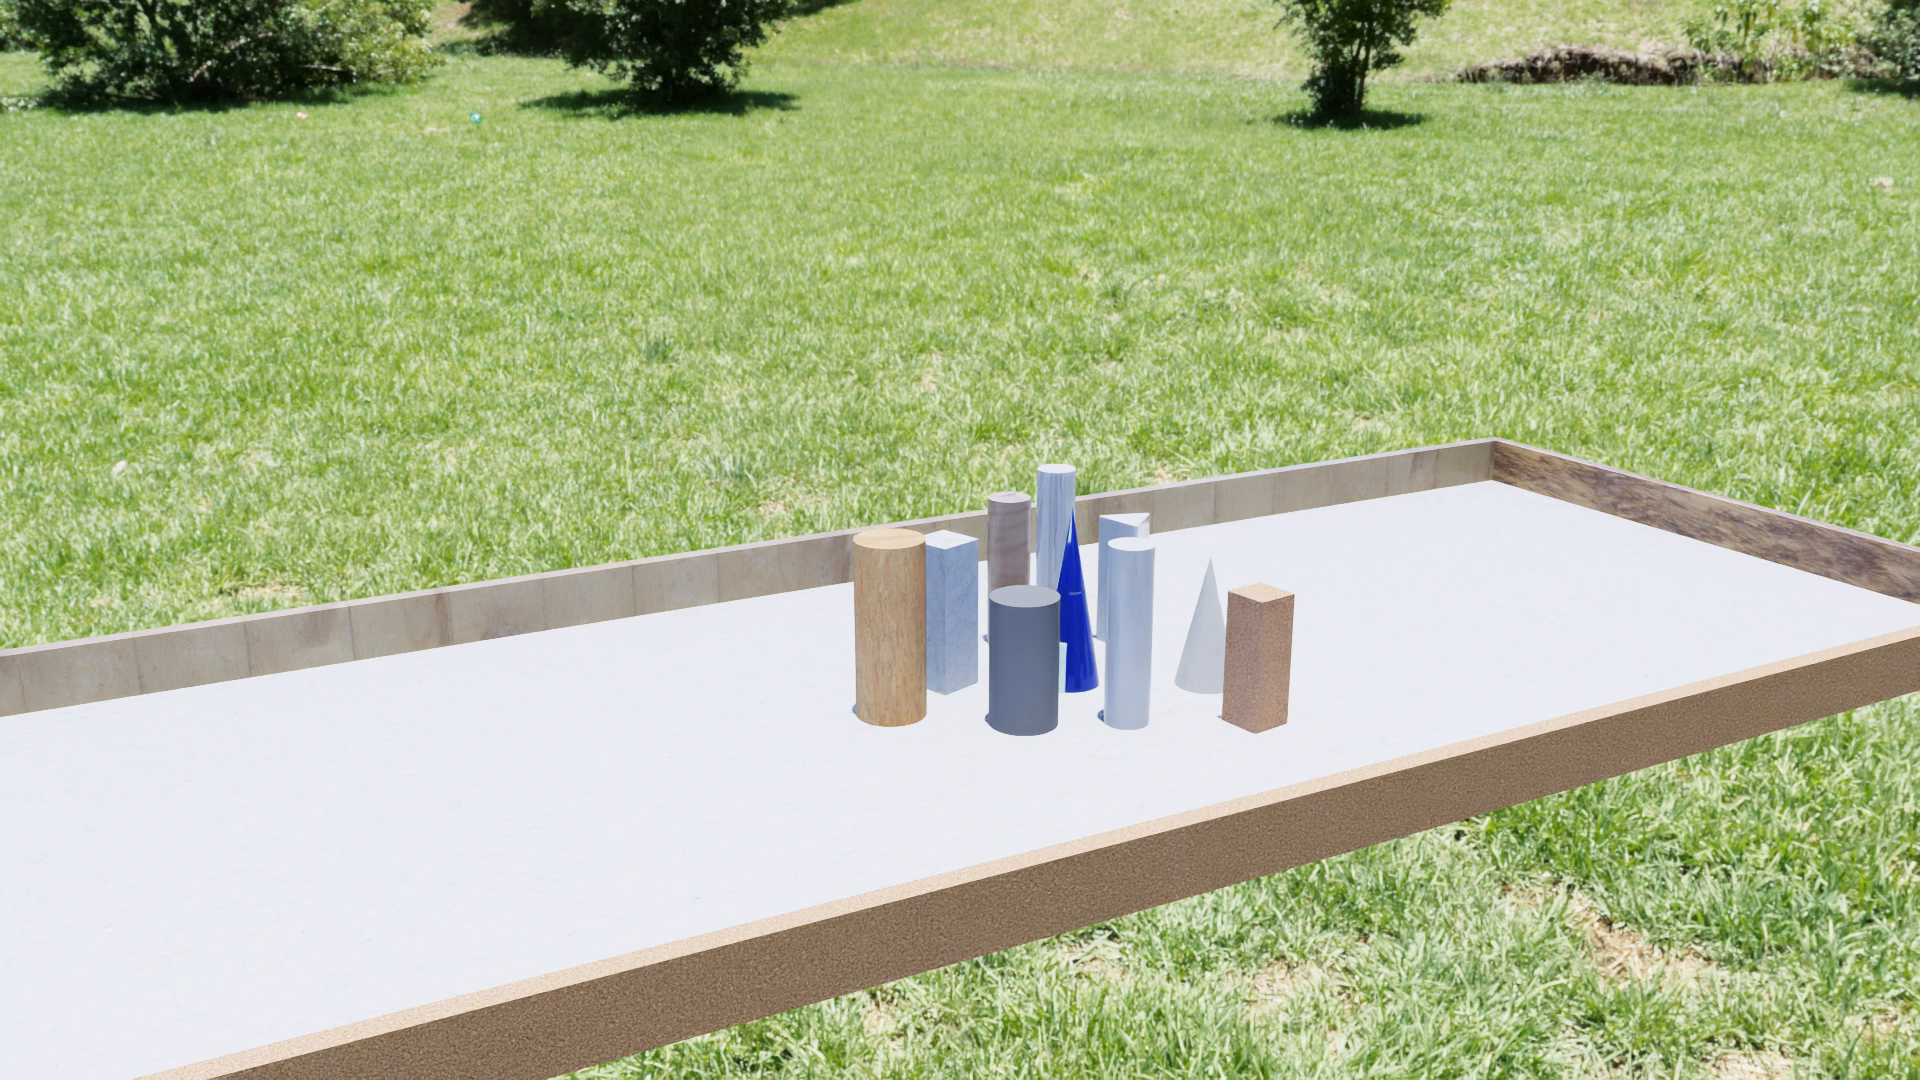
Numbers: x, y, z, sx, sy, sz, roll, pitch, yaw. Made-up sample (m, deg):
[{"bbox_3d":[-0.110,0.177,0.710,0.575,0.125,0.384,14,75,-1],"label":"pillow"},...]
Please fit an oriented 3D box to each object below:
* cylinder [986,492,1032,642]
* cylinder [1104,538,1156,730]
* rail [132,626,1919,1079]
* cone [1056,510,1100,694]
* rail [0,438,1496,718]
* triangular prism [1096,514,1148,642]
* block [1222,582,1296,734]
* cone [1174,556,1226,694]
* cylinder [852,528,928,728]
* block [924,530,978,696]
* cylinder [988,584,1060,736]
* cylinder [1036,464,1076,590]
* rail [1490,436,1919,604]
[{"bbox_3d":[0.129,0.080,4.371,0.114,0.401,0.114,0,16,0],"label":"cylinder"},{"bbox_3d":[0.393,0.219,3.836,0.109,0.437,0.109,0,16,0],"label":"cylinder"},{"bbox_3d":[-2.336,1.006,1.665,12.000,0.150,0.050,-9,18,-27],"label":"rail"},{"bbox_3d":[0.274,0.138,4.079,0.154,0.454,0.154,0,16,0],"label":"cone"},{"bbox_3d":[-3.305,0.497,3.399,12.000,0.150,0.050,-9,18,-27],"label":"rail"},{"bbox_3d":[0.456,0.105,4.388,0.117,0.344,0.136,-14,21,-39],"label":"triangular prism"},{"bbox_3d":[0.695,0.275,3.849,0.108,0.322,0.108,-12,20,-35],"label":"block"},{"bbox_3d":[0.615,0.198,4.091,0.158,0.333,0.158,0,16,0],"label":"cone"},{"bbox_3d":[-0.164,0.206,3.883,0.169,0.436,0.169,0,16,0],"label":"cylinder"},{"bbox_3d":[-0.039,0.178,4.081,0.120,0.376,0.120,15,22,41],"label":"block"},{"bbox_3d":[0.150,0.280,3.846,0.165,0.314,0.165,0,16,0],"label":"cylinder"},{"bbox_3d":[0.266,0.003,4.606,0.107,0.417,0.107,0,16,0],"label":"cylinder"},{"bbox_3d":[2.466,-0.048,5.253,0.050,0.150,2.100,-9,18,-27],"label":"rail"}]
